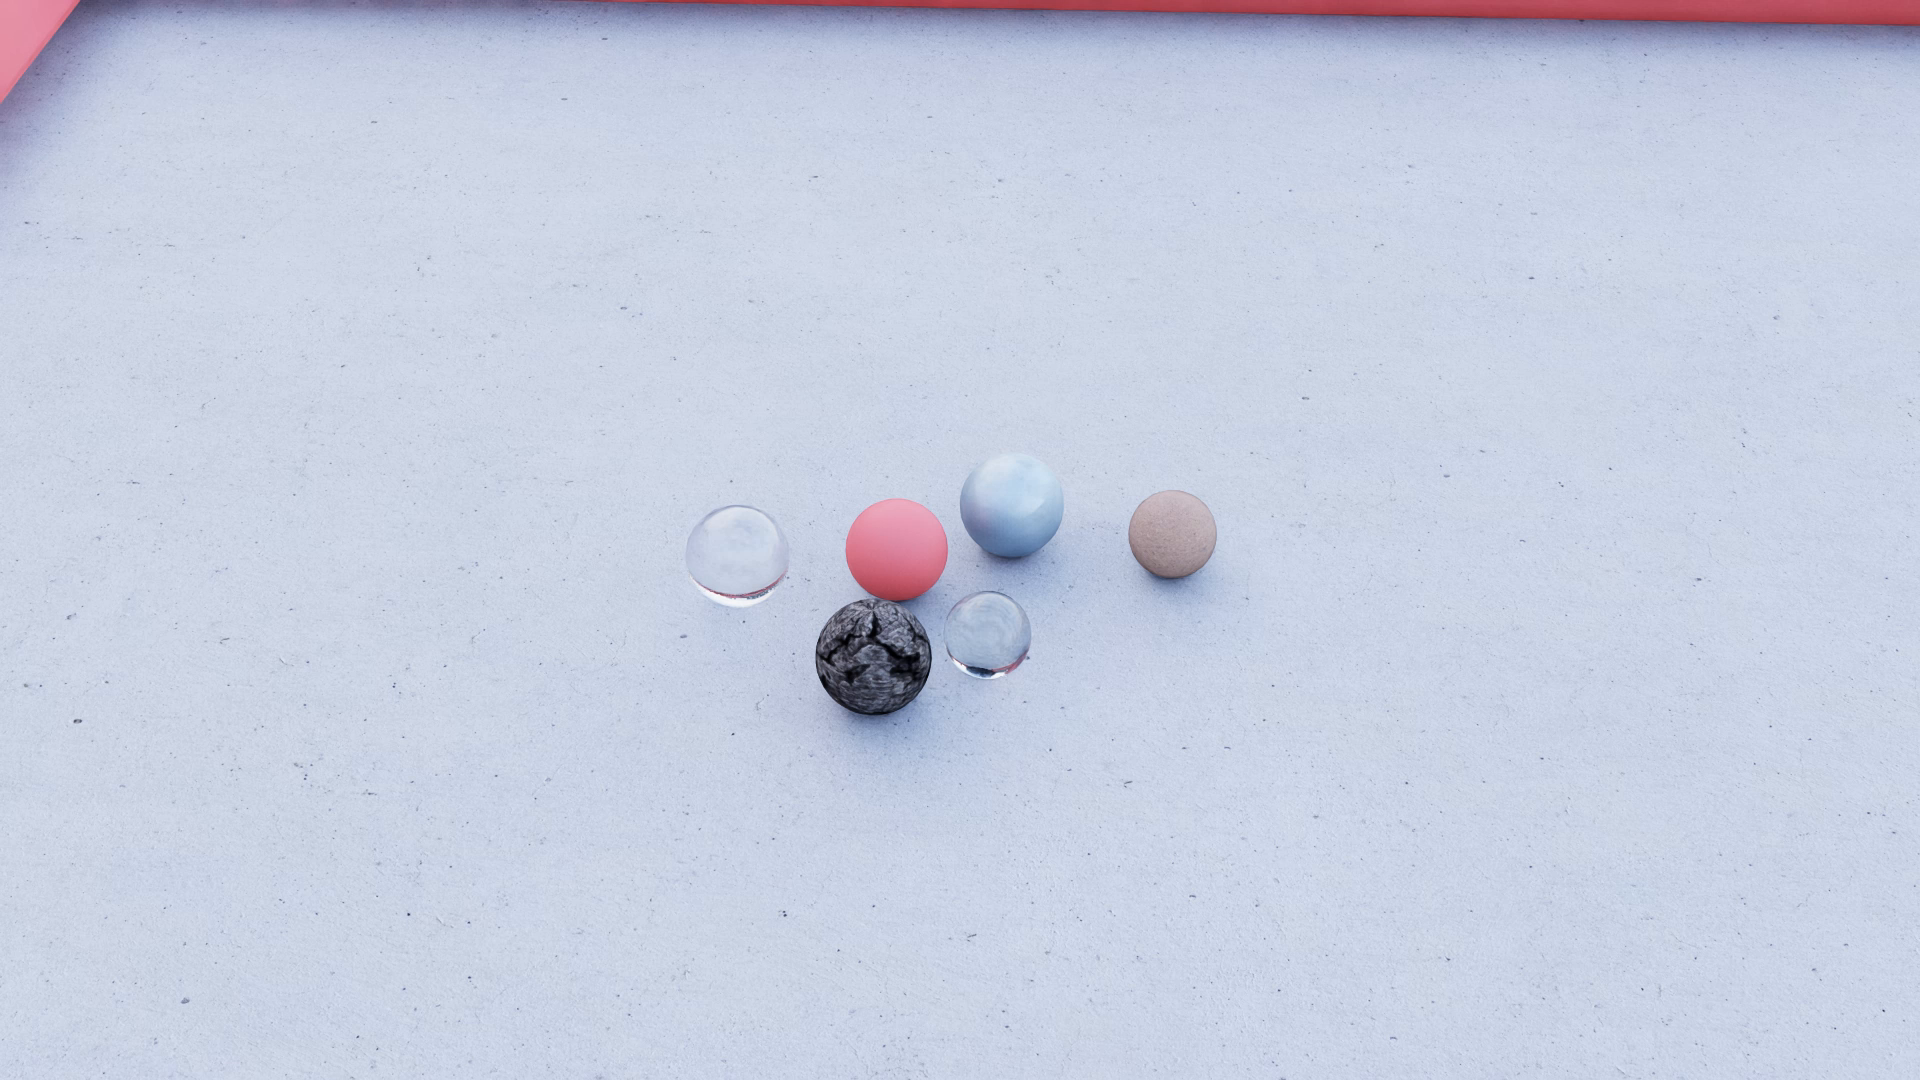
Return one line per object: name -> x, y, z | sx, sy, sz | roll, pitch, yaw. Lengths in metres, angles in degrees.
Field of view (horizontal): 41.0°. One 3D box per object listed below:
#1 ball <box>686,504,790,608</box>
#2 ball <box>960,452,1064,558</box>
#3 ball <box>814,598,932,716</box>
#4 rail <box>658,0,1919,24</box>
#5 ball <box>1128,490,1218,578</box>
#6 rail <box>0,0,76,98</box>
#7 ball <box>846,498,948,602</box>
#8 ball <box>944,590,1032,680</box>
ball -> -0.146, 0.010, 1.689 | 0.069, 0.069, 0.069 | 0, 36, 0
ball -> 0.035, -0.024, 1.734 | 0.071, 0.071, 0.071 | 0, 36, 0
ball -> -0.054, 0.073, 1.599 | 0.073, 0.073, 0.073 | 0, 36, 0
rail -> 0.936, -0.516, 2.394 | 3.589, 0.095, 0.045 | 1, 36, 2
ball -> 0.142, -0.004, 1.717 | 0.059, 0.059, 0.059 | 0, 36, 0
rail -> -0.873, -0.035, 1.728 | 0.045, 0.095, 1.847 | 1, 36, 2
ball -> -0.042, 0.006, 1.695 | 0.068, 0.068, 0.068 | 0, 36, 0
ball -> 0.017, 0.060, 1.630 | 0.056, 0.056, 0.056 | 0, 36, 0
